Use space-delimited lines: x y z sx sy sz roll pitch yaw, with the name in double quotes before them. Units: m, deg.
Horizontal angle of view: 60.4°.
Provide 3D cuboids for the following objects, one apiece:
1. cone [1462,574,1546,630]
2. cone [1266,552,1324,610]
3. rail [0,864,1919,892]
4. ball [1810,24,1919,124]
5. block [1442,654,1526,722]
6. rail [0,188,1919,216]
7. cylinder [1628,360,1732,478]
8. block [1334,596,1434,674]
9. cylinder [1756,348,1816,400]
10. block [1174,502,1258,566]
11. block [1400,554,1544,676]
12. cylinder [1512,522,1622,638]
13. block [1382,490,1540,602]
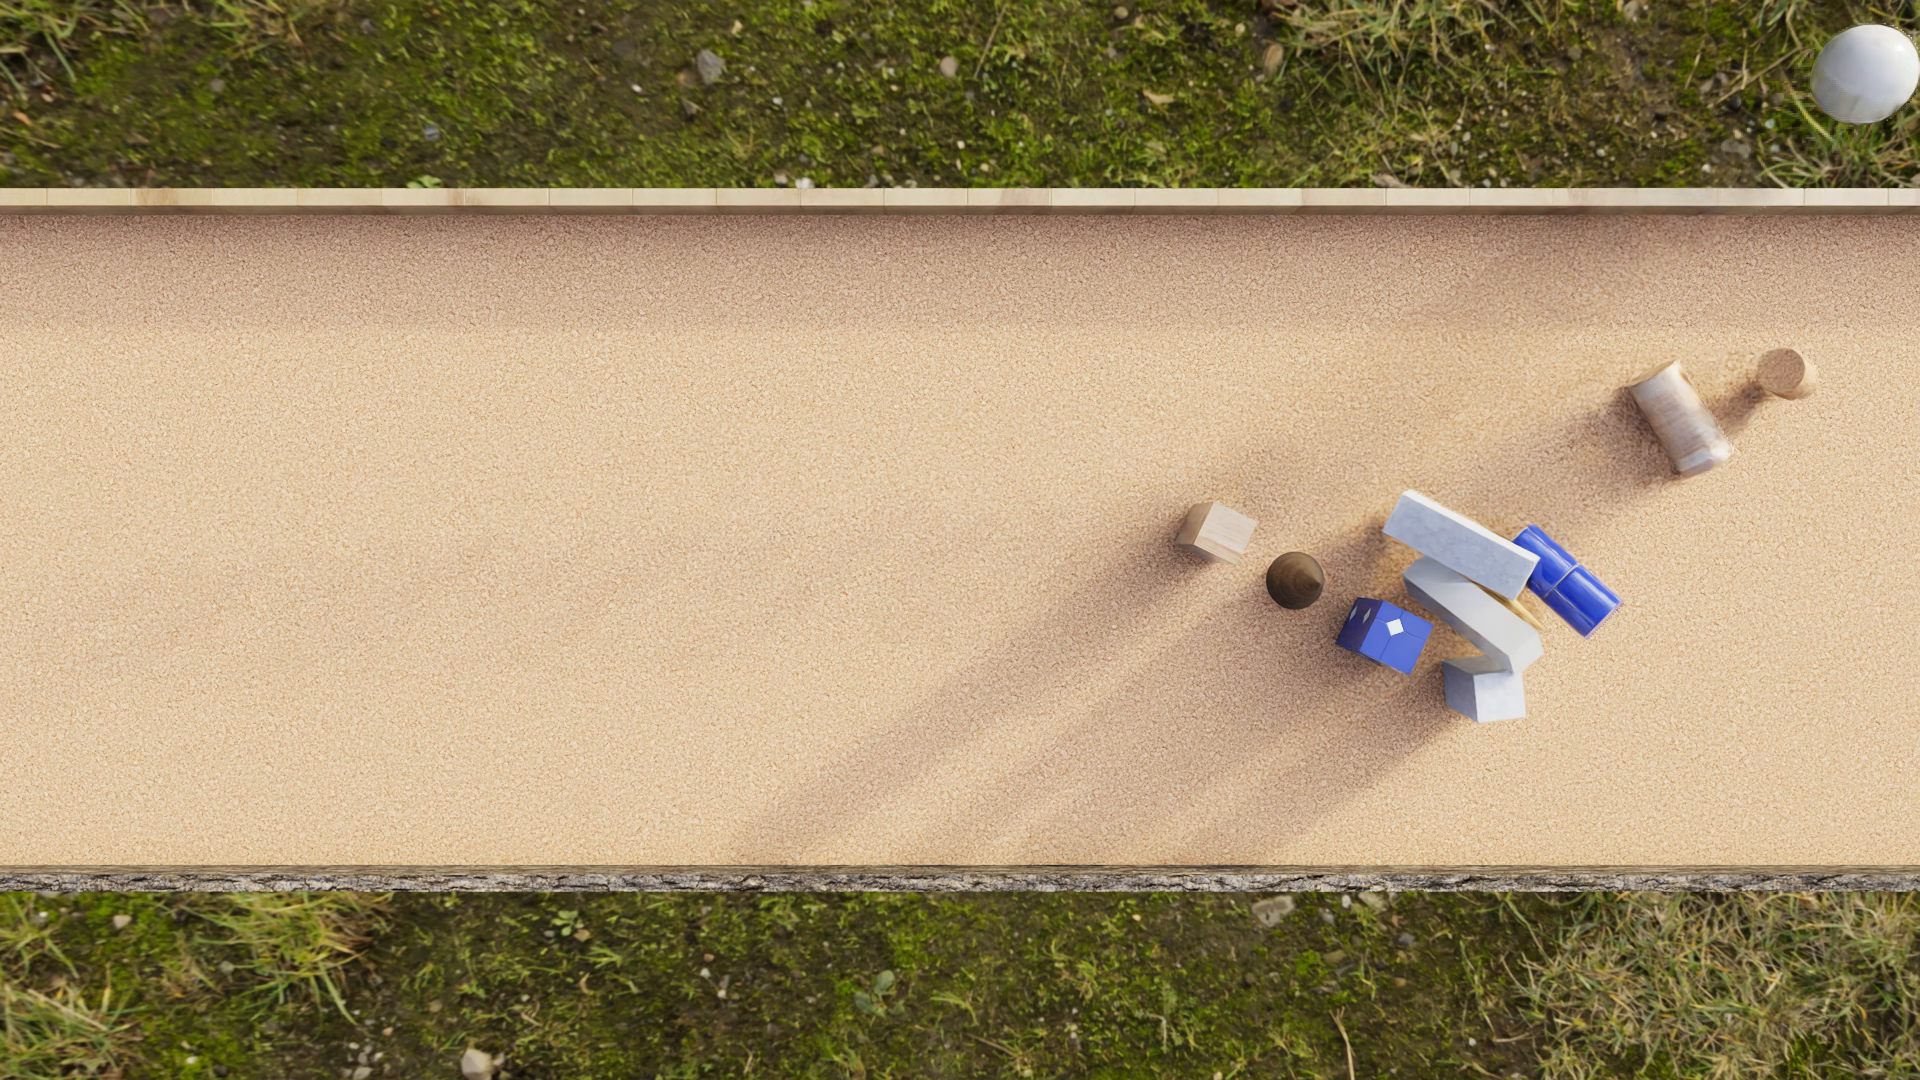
"cone" 1.633 0.198 4.912 0.114 0.327 0.114 -14 121 -24
"cone" 1.032 0.125 4.898 0.179 0.356 0.179 0 90 0
"rail" -2.247 1.025 5.001 12.000 0.150 0.050 0 90 0
"ball" 2.714 -1.396 4.949 0.289 0.289 0.289 0 90 0
"block" 1.559 0.441 4.919 0.140 0.305 0.140 -7 94 0
"rail" -2.247 -1.025 5.002 12.000 0.150 0.050 0 90 0
"cylinder" 2.180 -0.367 4.997 0.157 0.157 0.326 -32 90 0
"block" 1.261 0.282 4.919 0.161 0.316 0.161 26 90 0
"cylinder" 2.458 -0.491 4.903 0.129 0.320 0.129 0 90 32
"block" 0.749 -0.019 4.864 0.135 0.425 0.135 26 90 0
"block" 1.508 0.213 4.870 0.110 0.454 0.110 -39 134 -5
"cylinder" 1.795 0.120 4.947 0.158 0.158 0.342 -44 71 0
"block" 1.495 0.013 4.926 0.427 0.130 0.130 31 108 20
